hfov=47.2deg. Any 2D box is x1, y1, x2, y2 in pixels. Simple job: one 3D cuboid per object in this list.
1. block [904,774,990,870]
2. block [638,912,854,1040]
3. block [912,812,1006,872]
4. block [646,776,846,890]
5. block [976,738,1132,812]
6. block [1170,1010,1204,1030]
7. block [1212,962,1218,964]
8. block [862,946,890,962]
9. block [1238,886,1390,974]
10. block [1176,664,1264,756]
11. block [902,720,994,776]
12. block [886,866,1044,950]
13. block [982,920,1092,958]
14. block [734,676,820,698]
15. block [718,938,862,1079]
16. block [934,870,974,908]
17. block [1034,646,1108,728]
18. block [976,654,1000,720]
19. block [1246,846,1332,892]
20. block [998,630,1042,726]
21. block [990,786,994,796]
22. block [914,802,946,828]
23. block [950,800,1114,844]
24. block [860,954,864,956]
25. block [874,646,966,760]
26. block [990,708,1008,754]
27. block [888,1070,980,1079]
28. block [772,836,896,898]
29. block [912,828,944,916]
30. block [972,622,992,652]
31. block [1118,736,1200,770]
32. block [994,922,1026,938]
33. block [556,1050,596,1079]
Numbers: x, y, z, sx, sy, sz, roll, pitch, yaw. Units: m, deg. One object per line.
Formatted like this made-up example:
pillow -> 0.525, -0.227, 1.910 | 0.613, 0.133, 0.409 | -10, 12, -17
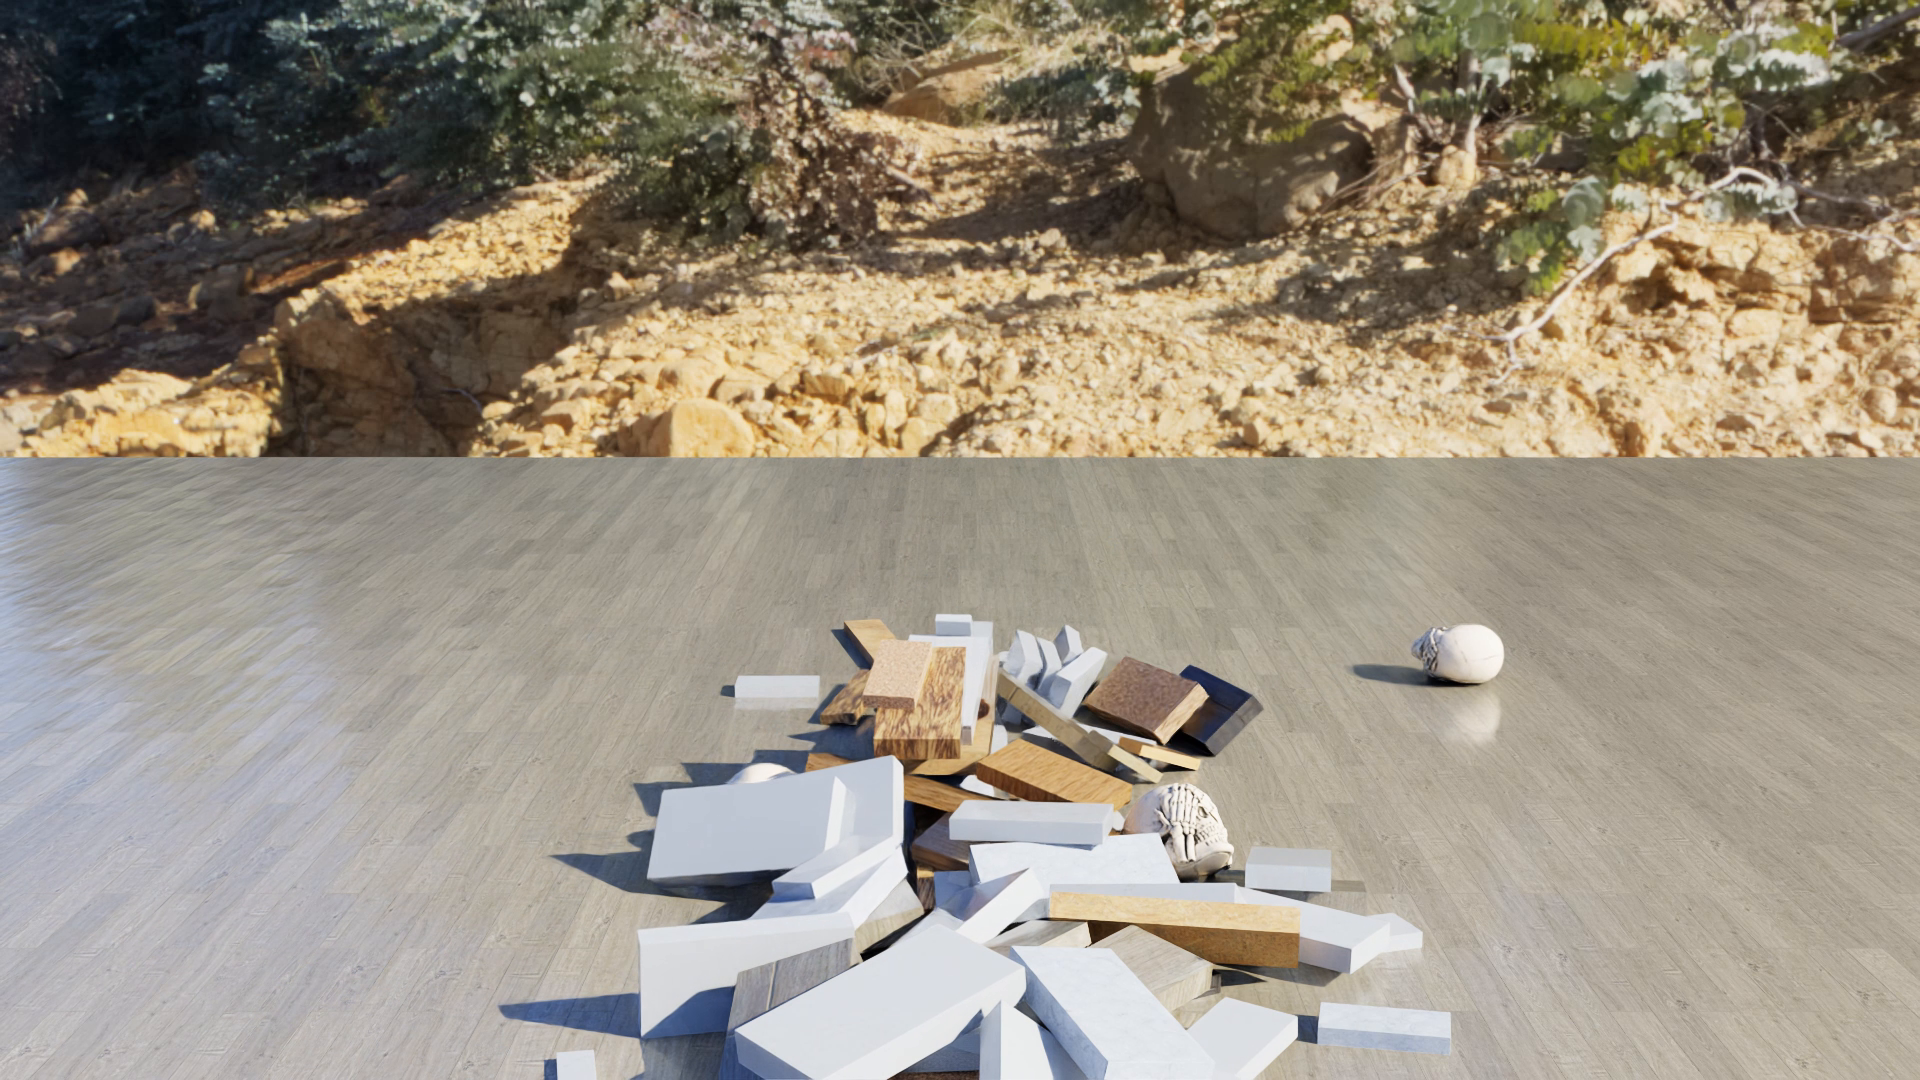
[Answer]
block -> -0.021, 0.472, 3.907 | 0.151, 0.043, 0.302 | -1, 31, -4
block -> -0.302, 0.615, 3.109 | 0.301, 0.150, 0.043 | -3, 20, -14
block -> 0.046, 0.519, 3.612 | 0.227, 0.032, 0.113 | 16, 30, 29
block -> -0.355, 0.487, 3.657 | 0.323, 0.162, 0.046 | -7, -34, 21
block -> 0.160, 0.412, 3.746 | 0.238, 0.034, 0.119 | 19, 27, 33
block -> 0.304, 0.707, 2.926 | 0.145, 0.041, 0.290 | 4, 11, 21
block -> 0.344, 0.625, 3.400 | 0.213, 0.030, 0.107 | -2, 11, -9
block -> -0.064, 0.636, 3.305 | 0.157, 0.022, 0.078 | 8, 30, 38
block -> 0.500, 0.595, 3.377 | 0.281, 0.040, 0.140 | 9, 13, 33
block -> 0.507, 0.354, 4.605 | 0.142, 0.040, 0.284 | -43, 22, -9
block -> -0.018, 0.358, 4.009 | 0.151, 0.043, 0.302 | 1, 13, 3
block -> -0.023, 0.576, 3.173 | 0.155, 0.044, 0.311 | -25, 3, 38
block -> 0.068, 0.572, 3.017 | 0.108, 0.031, 0.216 | -8, 6, 46
block -> -0.413, 0.332, 4.986 | 0.186, 0.026, 0.093 | 0, 11, -1
block -> -0.220, 0.652, 2.880 | 0.169, 0.048, 0.338 | -18, 19, 7
block -> -0.004, 0.583, 3.501 | 0.069, 0.020, 0.139 | -1, 35, -4
block -> 0.239, 0.324, 4.728 | 0.038, 0.133, 0.266 | 26, 18, 14
block -> -0.004, 0.277, 4.175 | 0.148, 0.042, 0.296 | 1, 13, 3
block -> 0.541, 0.539, 3.609 | 0.134, 0.038, 0.267 | 1, -2, 10
block -> 0.128, 0.299, 4.833 | 0.040, 0.141, 0.283 | 20, 9, -6
block -> -0.020, 0.441, 4.044 | 0.151, 0.043, 0.302 | -1, 31, -5
block -> -0.012, 0.516, 3.759 | 0.113, 0.032, 0.227 | -2, 31, -6
block -> 0.118, 0.460, 3.588 | 0.250, 0.035, 0.125 | 0, 7, 12
block -> -0.169, 0.638, 3.373 | 0.052, 0.015, 0.104 | 5, 12, 26
block -> -0.068, 0.286, 3.904 | 0.148, 0.042, 0.296 | 0, 29, 3
block -> 0.002, 0.359, 4.504 | 0.141, 0.040, 0.438 | -1, 11, -5
block -> -0.024, 0.702, 2.820 | 0.253, 0.036, 0.126 | -10, 7, 16
block -> -0.195, 0.508, 3.423 | 0.092, 0.026, 0.184 | -7, 12, 43
block -> -0.015, 0.551, 3.620 | 0.113, 0.032, 0.227 | -1, 27, -4
block -> 0.026, 0.230, 5.227 | 0.101, 0.029, 0.202 | 0, 11, 2
block -> 0.396, 0.423, 4.369 | 0.152, 0.022, 0.076 | 17, 0, -32
block -> 0.071, 0.602, 3.459 | 0.069, 0.020, 0.139 | -1, 25, -6
block -> -0.516, 0.715, 2.959 | 0.050, 0.014, 0.101 | -2, 11, -11
